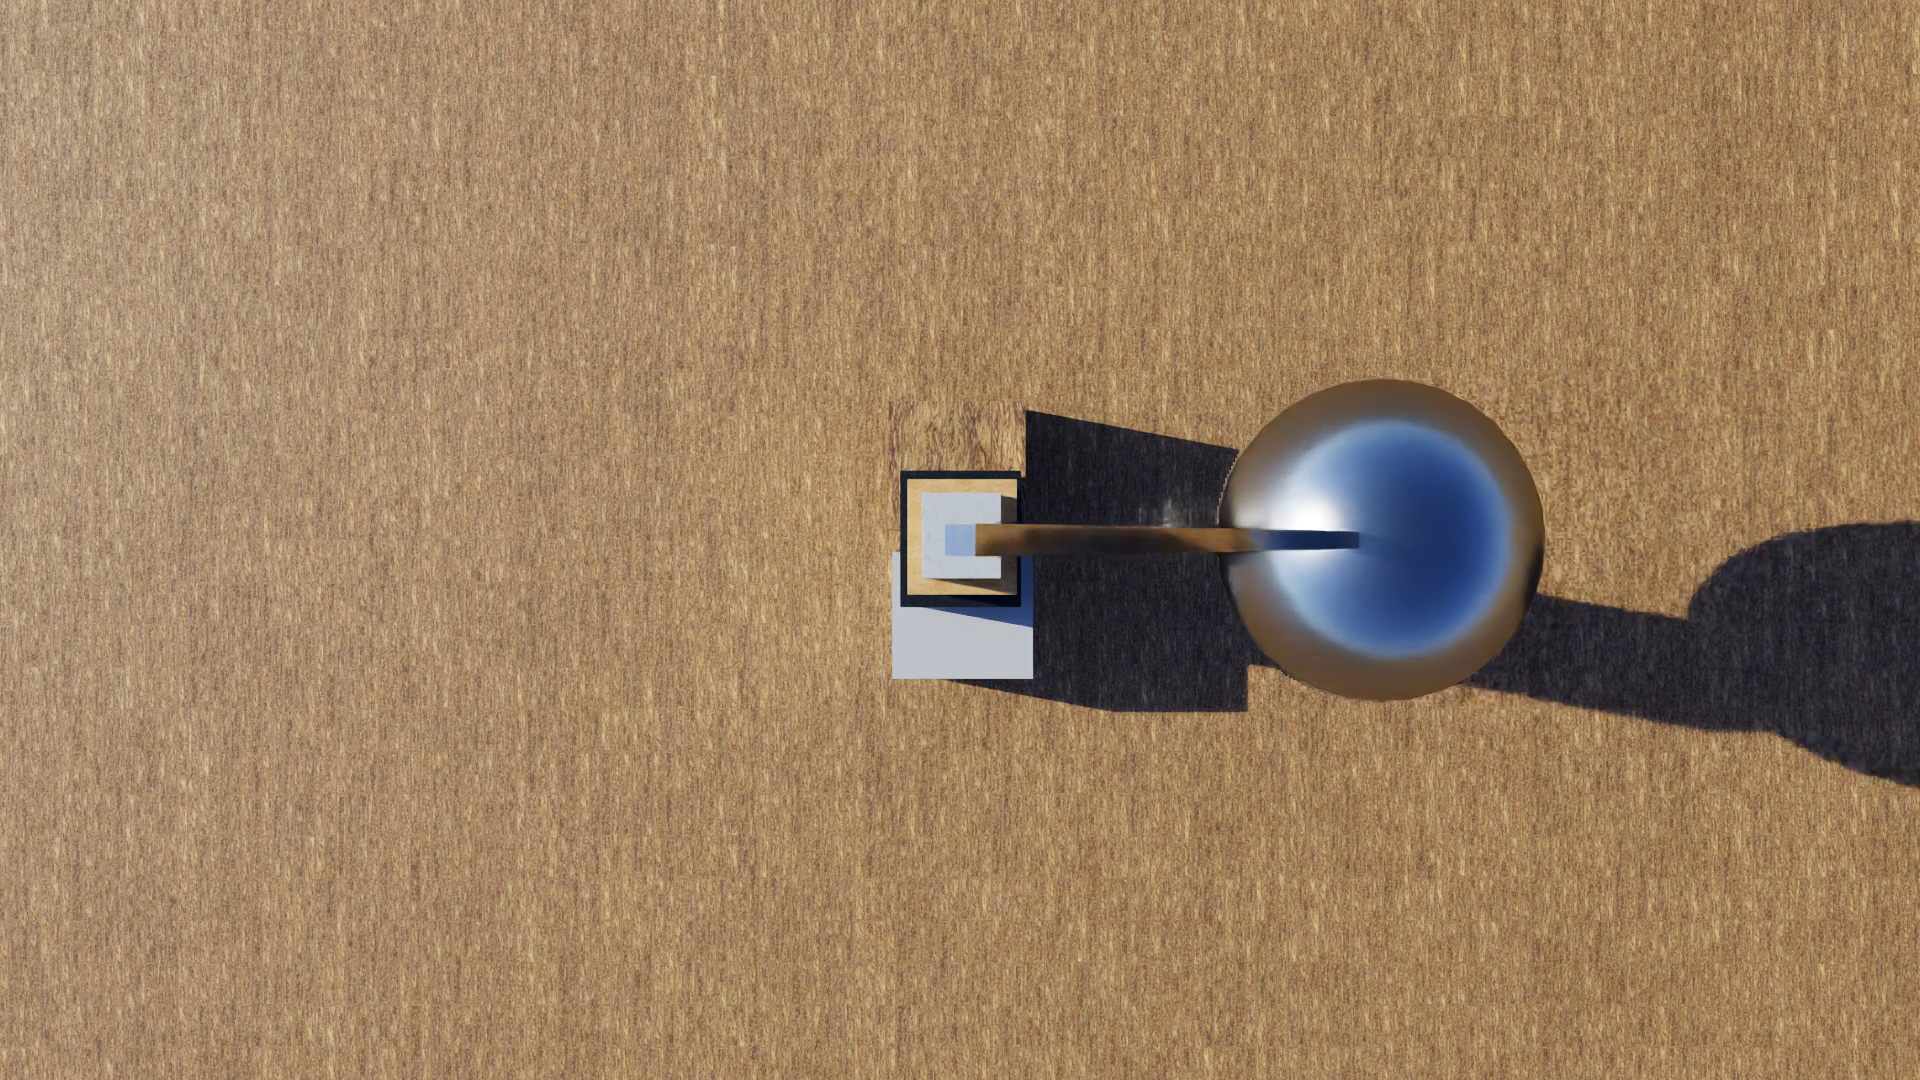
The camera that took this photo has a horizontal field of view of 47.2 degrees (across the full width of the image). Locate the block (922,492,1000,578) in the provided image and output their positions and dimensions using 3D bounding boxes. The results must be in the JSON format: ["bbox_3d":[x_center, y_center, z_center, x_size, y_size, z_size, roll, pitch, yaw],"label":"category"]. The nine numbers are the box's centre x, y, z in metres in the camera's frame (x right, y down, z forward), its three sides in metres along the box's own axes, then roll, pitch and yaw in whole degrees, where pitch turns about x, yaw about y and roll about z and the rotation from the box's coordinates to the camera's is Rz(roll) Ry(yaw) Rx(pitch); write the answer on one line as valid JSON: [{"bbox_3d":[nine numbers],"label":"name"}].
[{"bbox_3d":[0.007,-0.019,10.276,0.362,0.366,0.393,0,90,0],"label":"block"}]

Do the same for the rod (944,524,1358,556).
[{"bbox_3d":[0.899,0.000,7.695,0.080,5.200,0.080,0,90,20],"label":"rod"}]

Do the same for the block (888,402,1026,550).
[{"bbox_3d":[-0.016,-0.360,12.650,0.766,0.700,0.832,0,90,0],"label":"block"}]

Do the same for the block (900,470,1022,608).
[{"bbox_3d":[0.004,-0.003,11.914,0.634,0.767,0.717,0,90,0],"label":"block"}]

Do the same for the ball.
[{"bbox_3d":[2.074,0.000,10.885,1.600,1.600,1.600,0,90,0],"label":"ball"}]

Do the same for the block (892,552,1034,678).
[{"bbox_3d":[0.015,0.421,12.648,0.788,0.703,0.710,0,90,0],"label":"block"}]

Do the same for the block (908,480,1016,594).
[{"bbox_3d":[0.010,-0.013,10.750,0.521,0.582,0.548,0,90,0],"label":"block"}]
